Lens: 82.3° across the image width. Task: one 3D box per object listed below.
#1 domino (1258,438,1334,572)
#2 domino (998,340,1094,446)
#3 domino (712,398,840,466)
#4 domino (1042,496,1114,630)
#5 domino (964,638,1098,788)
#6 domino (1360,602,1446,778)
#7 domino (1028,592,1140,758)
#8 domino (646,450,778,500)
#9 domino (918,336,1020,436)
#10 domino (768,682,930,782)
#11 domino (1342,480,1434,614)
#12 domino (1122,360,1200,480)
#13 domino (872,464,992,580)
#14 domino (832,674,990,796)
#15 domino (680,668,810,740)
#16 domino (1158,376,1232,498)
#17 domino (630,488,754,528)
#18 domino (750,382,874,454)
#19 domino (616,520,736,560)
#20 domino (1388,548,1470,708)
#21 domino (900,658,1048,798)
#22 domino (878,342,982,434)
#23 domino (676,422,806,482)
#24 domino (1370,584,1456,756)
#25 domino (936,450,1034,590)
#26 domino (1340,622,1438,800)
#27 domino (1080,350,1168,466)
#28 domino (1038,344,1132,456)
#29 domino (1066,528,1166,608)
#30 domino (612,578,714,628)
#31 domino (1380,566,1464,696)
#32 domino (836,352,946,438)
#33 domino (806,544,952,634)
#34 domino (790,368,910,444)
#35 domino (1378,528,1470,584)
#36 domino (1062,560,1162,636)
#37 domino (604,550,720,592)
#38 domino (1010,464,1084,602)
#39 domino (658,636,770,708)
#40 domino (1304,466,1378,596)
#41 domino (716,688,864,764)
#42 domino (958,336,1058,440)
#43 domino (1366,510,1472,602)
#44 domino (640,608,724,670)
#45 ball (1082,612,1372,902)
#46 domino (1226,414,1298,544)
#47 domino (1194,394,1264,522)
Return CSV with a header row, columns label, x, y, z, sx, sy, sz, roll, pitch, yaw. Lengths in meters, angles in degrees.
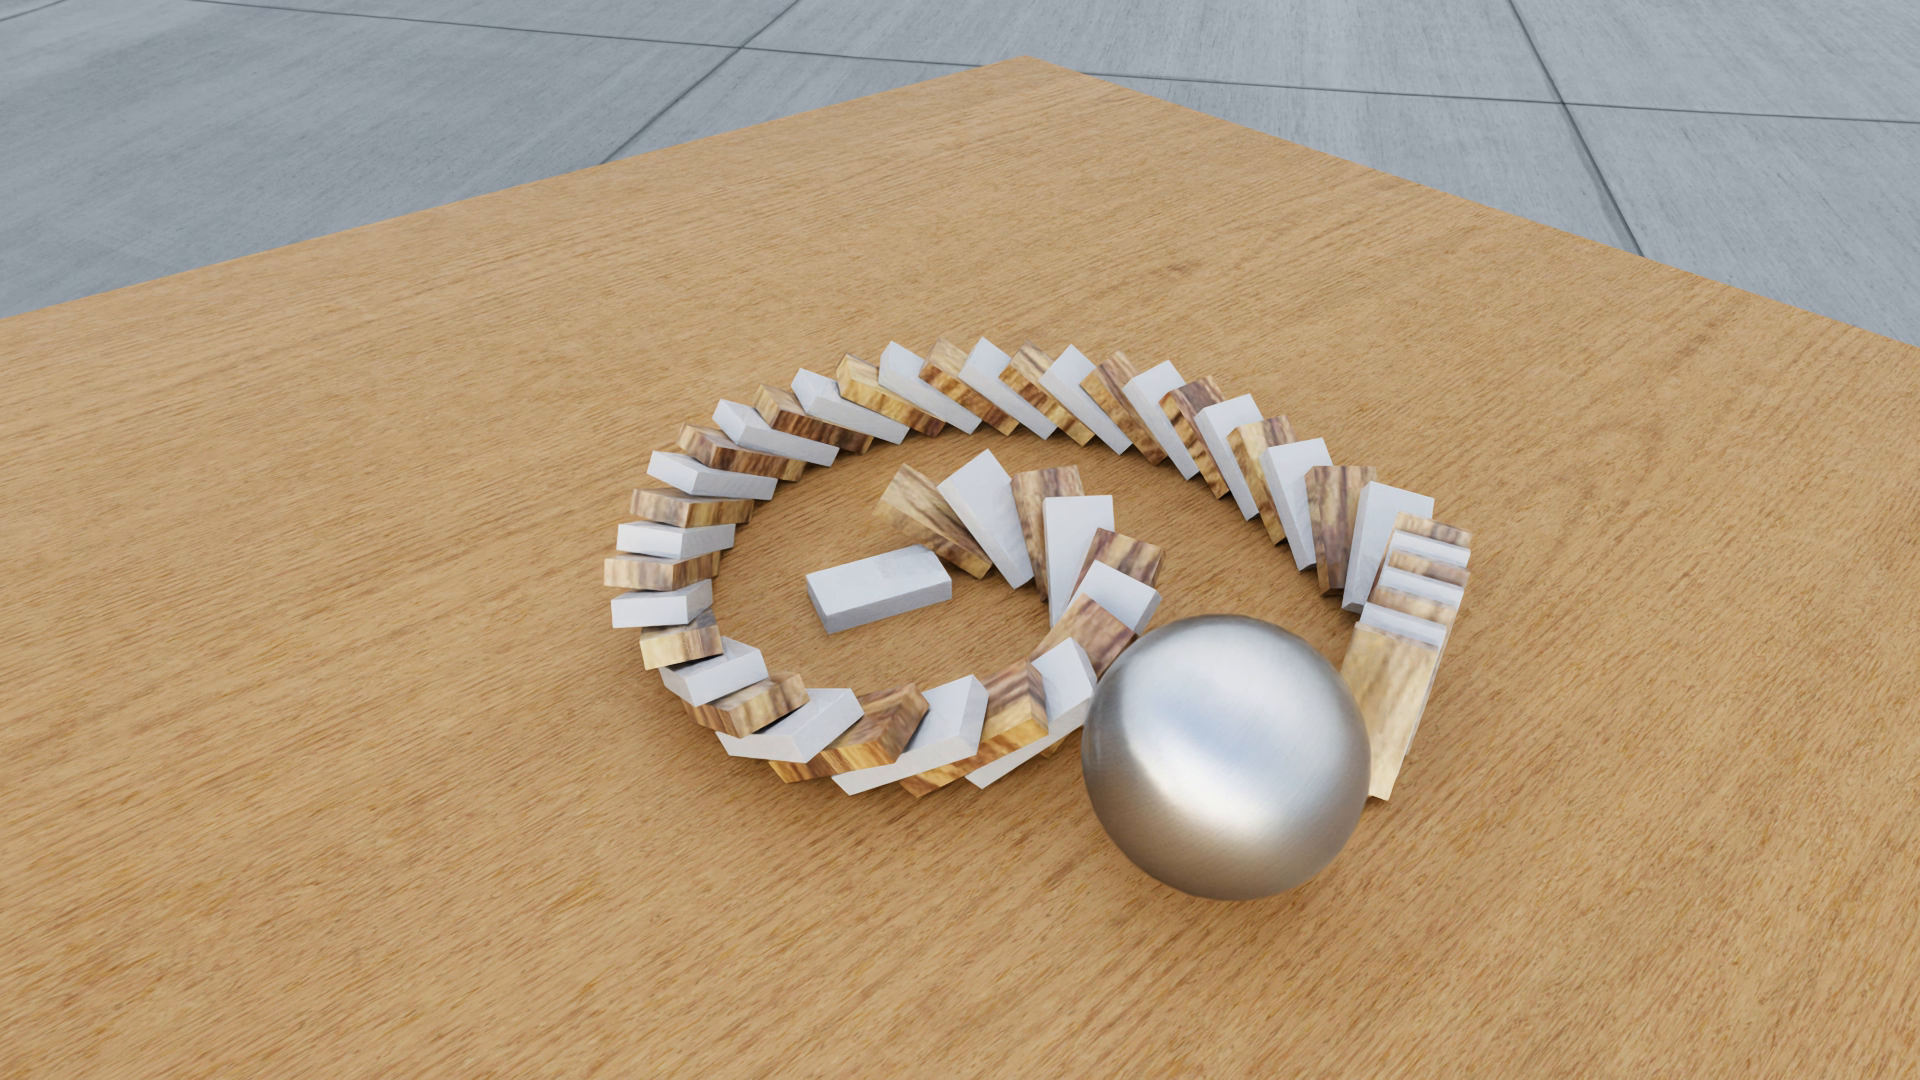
label,x,y,z,sx,sy,sz,roll,pitch,yaw
domino,0.141,-0.015,0.441,0.025,0.009,0.050,-11,73,-13
domino,0.044,-0.068,0.506,0.050,0.010,0.025,38,44,-6
domino,-0.080,-0.046,0.479,0.050,0.010,0.025,11,24,-45
domino,0.045,0.009,0.409,0.025,0.010,0.050,-2,79,-3
domino,0.021,0.056,0.353,0.050,0.010,0.025,-36,40,14
domino,0.136,0.048,0.354,0.025,0.050,0.009,18,14,20
domino,0.035,0.045,0.367,0.050,0.009,0.025,-50,52,0
domino,-0.101,-0.026,0.455,0.025,0.009,0.050,24,11,26
domino,0.006,-0.072,0.510,0.050,0.010,0.025,32,38,-13
domino,-0.035,0.061,0.347,0.050,0.010,0.025,-19,25,38
domino,0.162,0.005,0.415,0.025,0.009,0.050,16,71,2
domino,0.097,-0.054,0.488,0.025,0.010,0.050,-29,81,-31
domino,-0.007,-0.008,0.436,0.050,0.009,0.025,31,43,-3
domino,-0.016,0.062,0.347,0.050,0.010,0.025,-24,30,28
domino,-0.071,0.052,0.359,0.025,0.009,0.050,-27,12,-29
domino,0.110,-0.045,0.478,0.025,0.010,0.050,-23,78,-26
domino,-0.106,-0.014,0.439,0.025,0.009,0.050,14,8,17
domino,-0.065,-0.054,0.488,0.050,0.009,0.025,13,26,-41
domino,-0.108,-0.001,0.425,0.025,0.010,0.050,8,6,10
domino,0.153,0.030,0.375,0.025,0.050,0.009,18,14,20
domino,0.003,0.060,0.349,0.050,0.009,0.025,-30,35,21
domino,-0.013,-0.070,0.509,0.050,0.009,0.025,27,34,-21
domino,-0.092,-0.037,0.468,0.025,0.010,0.050,33,16,34
domino,0.142,0.042,0.361,0.025,0.050,0.010,18,14,20
domino,0.016,-0.008,0.430,0.025,0.009,0.050,-38,92,-37
domino,0.130,0.054,0.347,0.025,0.050,0.010,18,14,20
domino,0.080,-0.060,0.496,0.050,0.010,0.025,48,52,2
domino,0.062,-0.064,0.502,0.050,0.010,0.025,42,47,-2
domino,0.053,0.023,0.392,0.025,0.010,0.050,19,81,20
domino,-0.106,0.022,0.395,0.025,0.009,0.050,-3,5,-3
domino,0.148,0.036,0.368,0.025,0.050,0.010,18,14,20
domino,-0.032,-0.066,0.504,0.050,0.010,0.025,22,30,-28
domino,-0.031,0.018,0.422,0.050,0.009,0.025,-15,42,-18
domino,-0.049,-0.060,0.496,0.050,0.009,0.025,16,27,-36
domino,0.157,0.024,0.383,0.025,0.050,0.009,18,14,20
domino,0.046,0.035,0.379,0.025,0.009,0.050,28,84,30
domino,-0.110,0.010,0.410,0.025,0.010,0.050,5,6,6
domino,0.038,-0.003,0.425,0.025,0.010,0.050,-9,74,-15
domino,-0.084,0.043,0.370,0.025,0.009,0.050,-21,9,-24
domino,0.151,-0.004,0.428,0.025,0.010,0.050,0,71,-4
domino,-0.055,0.058,0.351,0.025,0.009,0.050,-37,17,-36
domino,0.025,-0.070,0.509,0.050,0.010,0.025,35,40,-10
domino,0.161,0.017,0.391,0.025,0.050,0.009,19,15,20
domino,-0.097,0.033,0.381,0.025,0.009,0.050,-12,6,-14
ball,0.075,0.061,0.314,0.080,0.080,0.080,0,39,0
domino,0.132,-0.025,0.454,0.025,0.009,0.050,-15,74,-17
domino,0.122,-0.035,0.466,0.025,0.009,0.050,-19,76,-22
